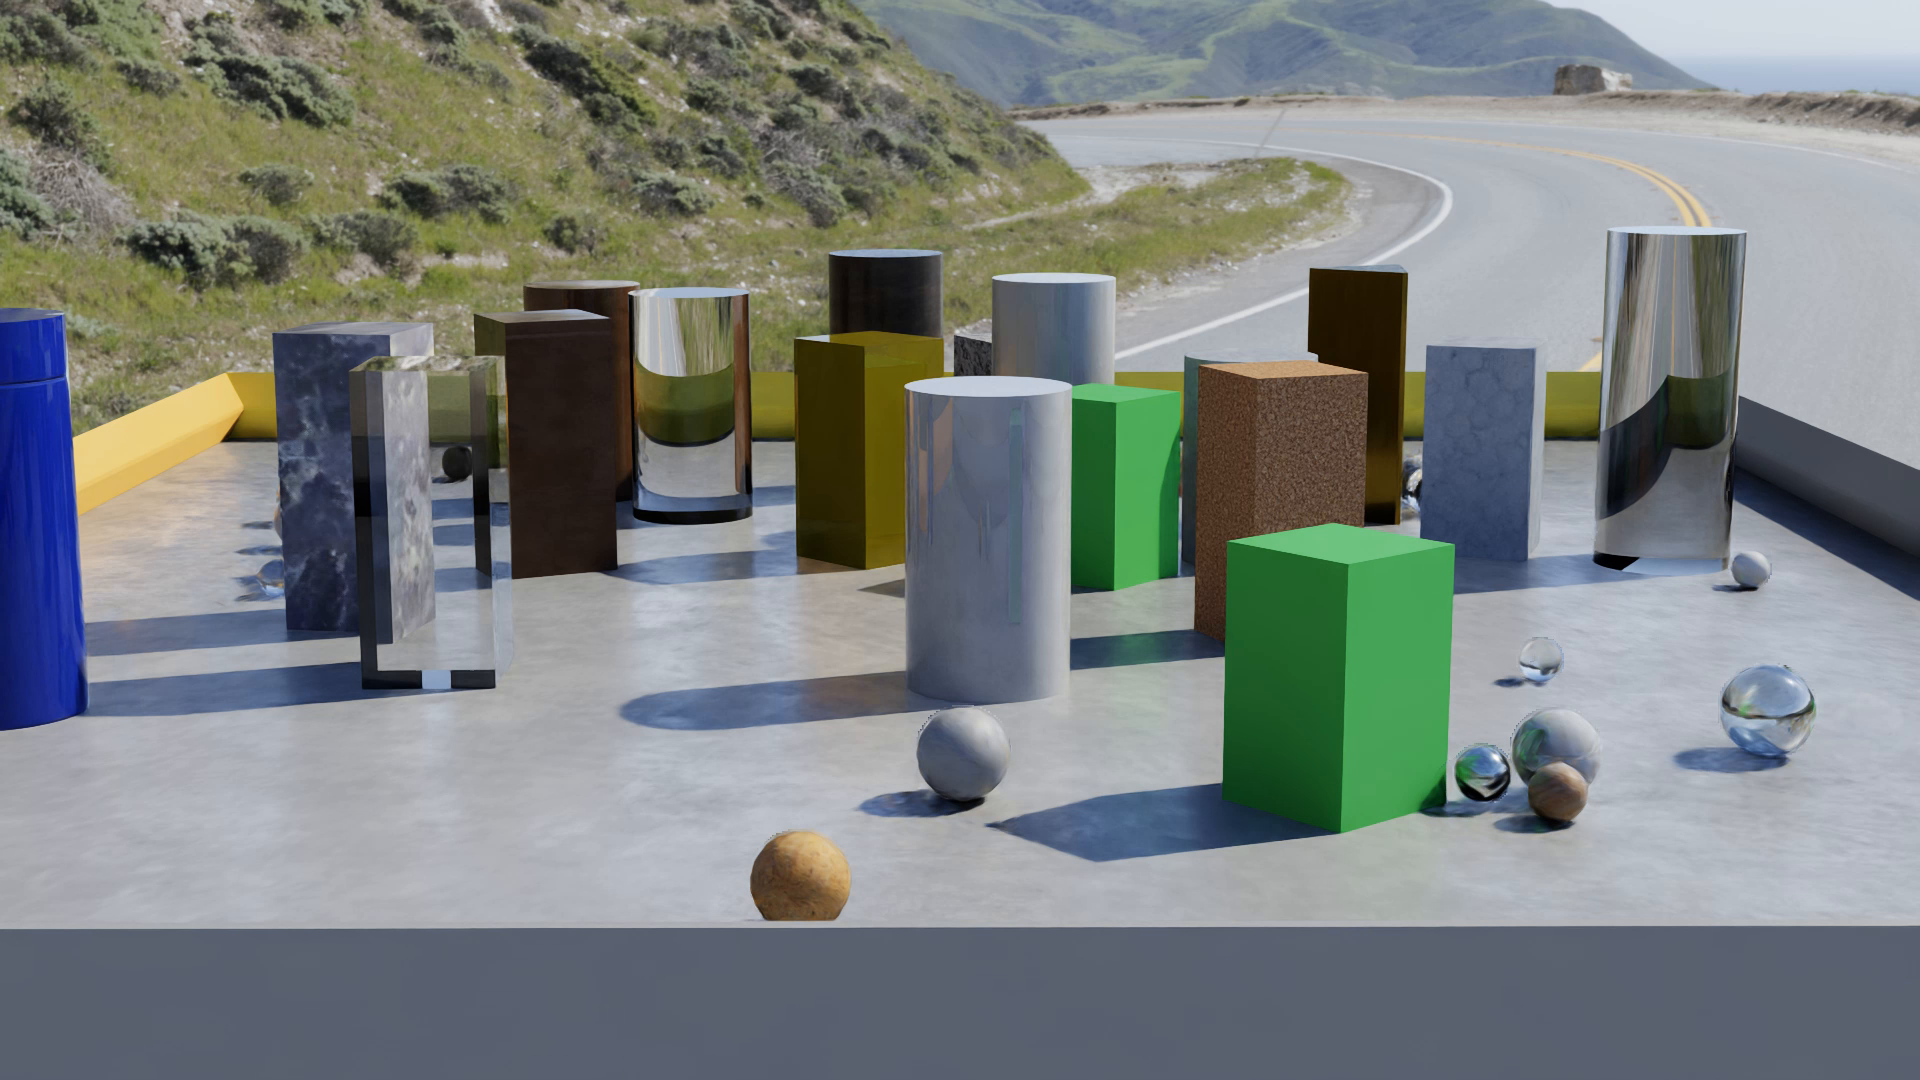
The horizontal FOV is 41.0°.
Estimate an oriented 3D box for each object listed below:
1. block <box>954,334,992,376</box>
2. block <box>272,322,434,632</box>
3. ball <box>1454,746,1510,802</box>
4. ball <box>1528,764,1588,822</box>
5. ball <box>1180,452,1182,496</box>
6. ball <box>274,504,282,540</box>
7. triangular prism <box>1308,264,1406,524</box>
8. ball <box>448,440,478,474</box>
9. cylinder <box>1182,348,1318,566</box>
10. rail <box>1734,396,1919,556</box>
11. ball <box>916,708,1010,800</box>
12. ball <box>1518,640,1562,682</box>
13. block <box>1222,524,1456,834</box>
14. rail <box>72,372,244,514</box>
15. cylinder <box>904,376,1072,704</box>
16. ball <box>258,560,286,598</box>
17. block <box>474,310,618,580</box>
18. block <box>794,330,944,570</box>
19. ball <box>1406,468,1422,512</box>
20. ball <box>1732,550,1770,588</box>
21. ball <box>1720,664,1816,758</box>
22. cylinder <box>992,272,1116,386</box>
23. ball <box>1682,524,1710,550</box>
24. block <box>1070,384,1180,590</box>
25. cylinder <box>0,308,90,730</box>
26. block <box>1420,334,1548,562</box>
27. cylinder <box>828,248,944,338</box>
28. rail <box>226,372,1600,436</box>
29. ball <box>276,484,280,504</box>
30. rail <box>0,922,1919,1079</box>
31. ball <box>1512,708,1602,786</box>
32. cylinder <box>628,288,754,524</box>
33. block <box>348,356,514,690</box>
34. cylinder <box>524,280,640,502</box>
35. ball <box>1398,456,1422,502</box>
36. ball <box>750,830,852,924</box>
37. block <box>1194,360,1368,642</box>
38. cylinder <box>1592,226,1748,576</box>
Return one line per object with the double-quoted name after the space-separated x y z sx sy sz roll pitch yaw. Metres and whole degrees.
0.095 -0.242 4.610 0.157 0.246 0.157 -5 12 -27 "block"
-0.790 -0.086 3.380 0.157 0.388 0.157 2 11 8 "block"
0.518 0.232 2.547 0.056 0.056 0.056 0 11 0 "ball"
0.581 0.246 2.496 0.058 0.058 0.058 0 11 0 "ball"
0.381 -0.112 4.375 0.077 0.077 0.077 0 11 0 "ball"
-1.002 -0.030 3.907 0.086 0.086 0.086 0 11 0 "ball"
0.674 -0.243 4.184 0.170 0.403 0.147 7 13 34 "triangular prism"
-0.892 -0.149 4.616 0.061 0.061 0.061 0 11 0 "ball"
0.429 -0.122 3.805 0.196 0.305 0.196 0 11 0 "cylinder"
1.415 0.031 3.457 0.045 0.127 3.303 0 11 0 "rail"
0.003 0.214 2.568 0.094 0.094 0.094 0 11 0 "ball"
0.694 0.144 3.066 0.051 0.051 0.051 0 11 0 "ball"
0.374 0.132 2.545 0.157 0.263 0.157 -9 14 -40 "block"
-1.415 0.034 3.441 0.045 0.127 3.303 0 11 0 "rail"
0.033 -0.004 3.026 0.196 0.357 0.196 0 11 0 "cylinder"
-0.945 0.053 3.552 0.052 0.052 0.052 0 11 0 "ball"
-0.605 -0.144 3.747 0.157 0.368 0.157 -5 12 -26 "block"
-0.135 -0.137 3.822 0.157 0.328 0.157 -10 14 -43 "block"
0.771 -0.081 4.195 0.082 0.082 0.082 0 11 0 "ball"
1.114 0.041 3.615 0.052 0.052 0.052 0 11 0 "ball"
0.860 0.182 2.731 0.098 0.098 0.098 0 11 0 "ball"
0.148 -0.220 4.084 0.196 0.395 0.196 0 11 0 "cylinder"
1.117 -0.005 3.895 0.041 0.041 0.041 0 11 0 "ball"
0.205 -0.079 3.680 0.157 0.266 0.157 8 13 38 "block"
-1.097 -0.027 2.889 0.196 0.451 0.196 0 11 0 "cylinder"
0.792 -0.142 3.880 0.157 0.316 0.157 4 11 20 "block"
-0.127 -0.290 4.422 0.196 0.409 0.196 0 11 0 "cylinder"
-0.009 -0.264 5.050 2.877 0.127 0.045 0 11 0 "rail"
-1.054 -0.070 4.124 0.086 0.086 0.086 0 11 0 "ball"
0.009 0.330 1.848 2.877 0.127 0.045 0 11 0 "rail"
0.600 0.214 2.580 0.089 0.089 0.089 0 11 0 "ball"
-0.437 -0.221 4.176 0.196 0.364 0.196 0 11 0 "cylinder"
-0.630 -0.024 3.074 0.157 0.377 0.157 0 11 -2 "block"
-0.639 -0.255 4.367 0.196 0.361 0.196 0 11 0 "cylinder"
0.770 -0.100 4.294 0.082 0.082 0.082 0 11 0 "ball"
-0.135 0.290 2.179 0.086 0.086 0.086 0 11 0 "ball"
0.408 -0.046 3.278 0.157 0.347 0.157 -4 11 -22 "block"
1.038 -0.208 3.758 0.196 0.490 0.196 0 11 0 "cylinder"
